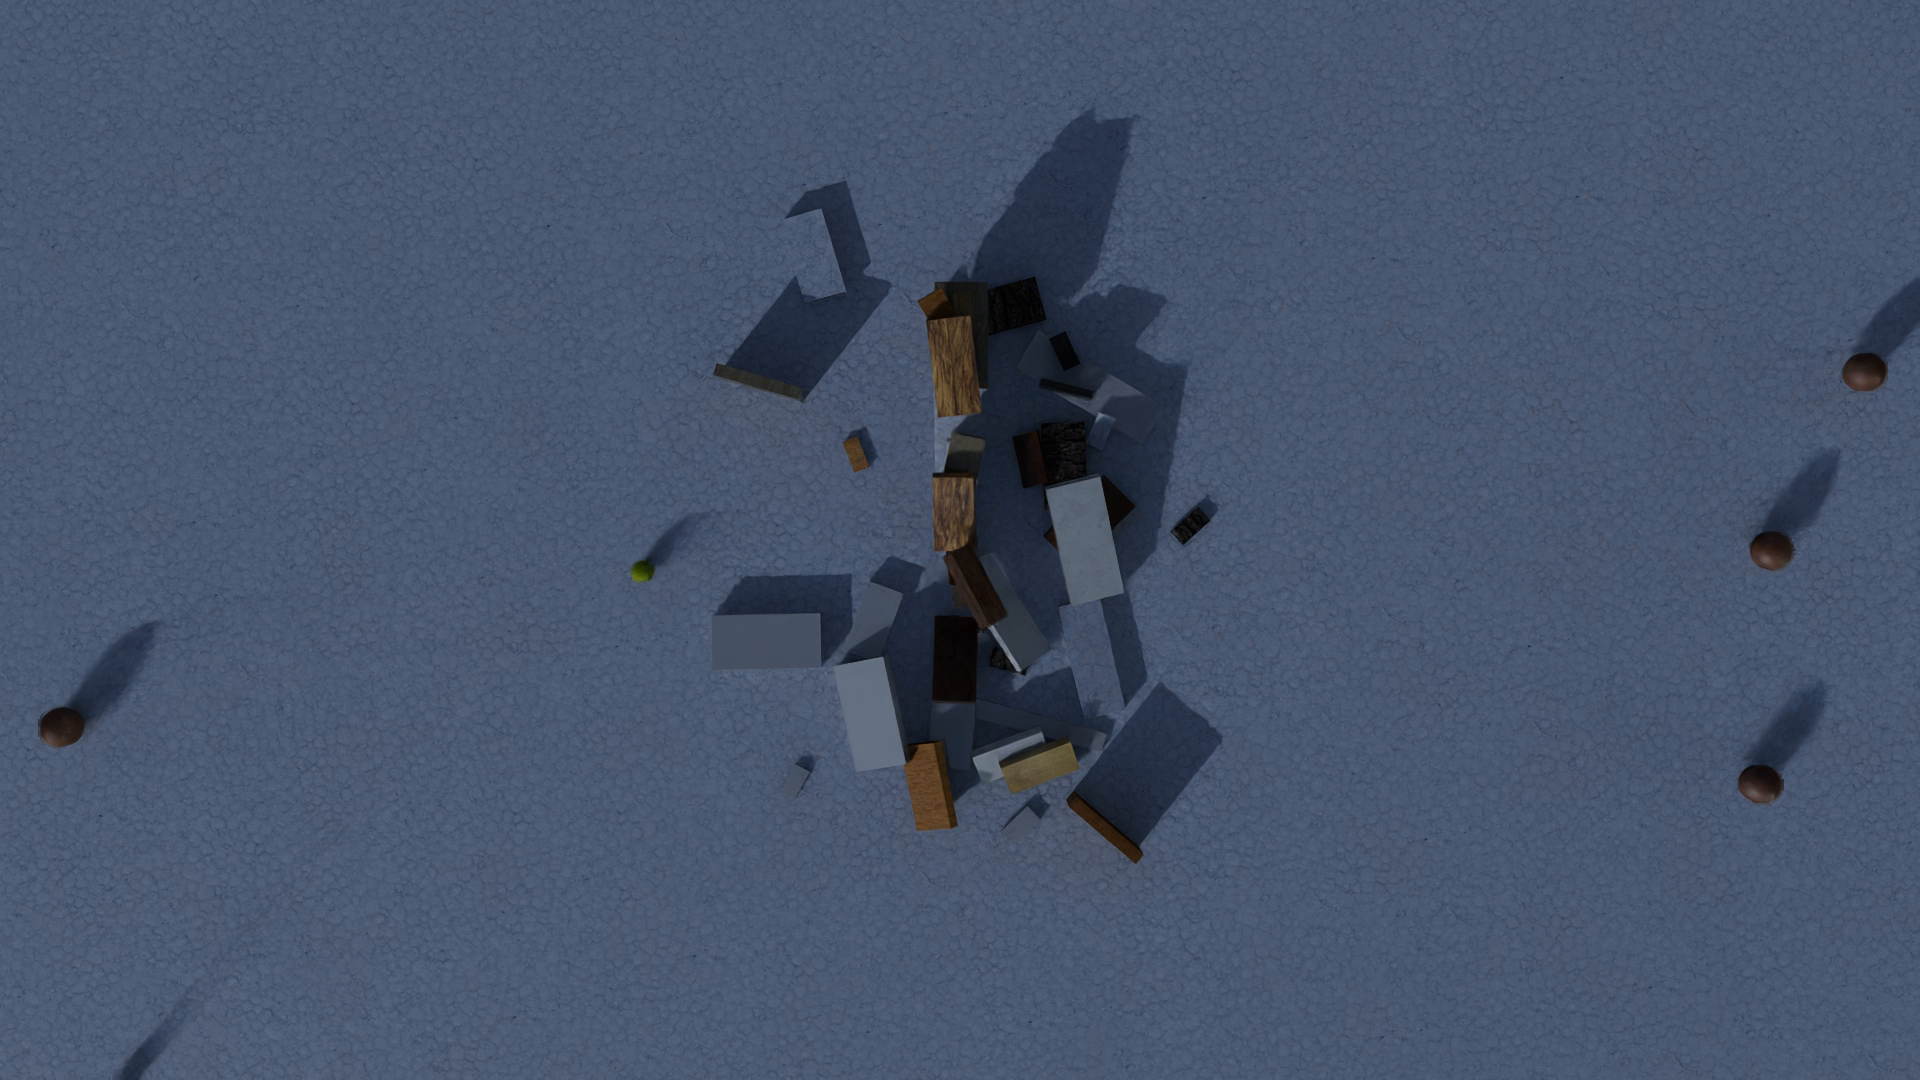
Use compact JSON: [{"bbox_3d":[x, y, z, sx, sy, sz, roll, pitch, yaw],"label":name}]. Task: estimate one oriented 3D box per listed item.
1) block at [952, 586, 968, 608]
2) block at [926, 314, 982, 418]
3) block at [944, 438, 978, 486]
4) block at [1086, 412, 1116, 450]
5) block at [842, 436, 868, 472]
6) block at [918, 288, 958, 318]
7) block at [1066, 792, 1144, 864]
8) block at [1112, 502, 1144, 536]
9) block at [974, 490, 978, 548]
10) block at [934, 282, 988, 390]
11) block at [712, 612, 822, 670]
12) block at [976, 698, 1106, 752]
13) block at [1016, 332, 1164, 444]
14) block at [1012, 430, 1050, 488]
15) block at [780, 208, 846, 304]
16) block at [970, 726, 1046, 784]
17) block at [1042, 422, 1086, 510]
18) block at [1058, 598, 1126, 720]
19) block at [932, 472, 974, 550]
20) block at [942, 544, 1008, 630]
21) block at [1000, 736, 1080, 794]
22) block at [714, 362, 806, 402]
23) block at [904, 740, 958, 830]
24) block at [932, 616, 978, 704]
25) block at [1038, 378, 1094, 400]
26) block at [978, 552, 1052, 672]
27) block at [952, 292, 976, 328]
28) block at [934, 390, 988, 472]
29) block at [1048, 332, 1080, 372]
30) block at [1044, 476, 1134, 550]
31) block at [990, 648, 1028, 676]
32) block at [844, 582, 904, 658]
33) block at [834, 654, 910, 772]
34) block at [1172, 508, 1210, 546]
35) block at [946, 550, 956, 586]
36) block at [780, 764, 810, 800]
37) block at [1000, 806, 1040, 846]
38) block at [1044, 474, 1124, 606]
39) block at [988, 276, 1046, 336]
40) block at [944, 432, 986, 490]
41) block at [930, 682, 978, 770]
[{"bbox_3d":[0.004,0.162,5.474,0.060,0.017,0.121,-4,90,0],"label":"block"},{"bbox_3d":[-0.019,-0.558,5.288,0.142,0.040,0.315,-6,106,2],"label":"block"},{"bbox_3d":[0.004,-0.222,5.438,0.112,0.032,0.223,4,114,-2],"label":"block"},{"bbox_3d":[0.466,-0.362,5.466,0.060,0.017,0.120,24,115,3],"label":"block"},{"bbox_3d":[-0.346,-0.284,5.492,0.054,0.015,0.107,-21,90,0],"label":"block"},{"bbox_3d":[-0.054,-0.710,5.282,0.088,0.025,0.176,-30,104,4],"label":"block"},{"bbox_3d":[0.475,0.944,5.428,0.286,0.143,0.041,41,90,0],"label":"block"},{"bbox_3d":[0.543,-0.070,5.492,0.120,0.017,0.060,-32,90,0],"label":"block"},{"bbox_3d":[-0.002,-0.086,5.451,0.112,0.032,0.223,-2,108,1],"label":"block"},{"bbox_3d":[0.005,-0.662,5.348,0.171,0.049,0.343,0,92,0],"label":"block"},{"bbox_3d":[-0.639,0.336,5.475,0.359,0.051,0.180,-1,90,0],"label":"block"},{"bbox_3d":[0.260,0.615,5.491,0.453,0.018,0.063,15,90,0],"label":"block"},{"bbox_3d":[0.430,-0.506,5.480,0.487,0.041,0.143,31,90,0],"label":"block"},{"bbox_3d":[0.236,-0.267,5.464,0.088,0.025,0.176,-14,85,24],"label":"block"},{"bbox_3d":[-0.486,-0.942,5.480,0.143,0.041,0.286,-17,90,0],"label":"block"},{"bbox_3d":[0.169,0.711,5.453,0.244,0.035,0.122,-20,122,0],"label":"block"},{"bbox_3d":[0.347,-0.247,5.480,0.142,0.040,0.284,-2,90,0],"label":"block"},{"bbox_3d":[0.436,0.392,5.480,0.143,0.041,0.384,-13,90,0],"label":"block"},{"bbox_3d":[-0.021,-0.091,5.385,0.134,0.038,0.268,1,119,2],"label":"block"},{"bbox_3d":[0.050,0.150,5.346,0.038,0.134,0.268,-29,88,31],"label":"block"},{"bbox_3d":[0.263,0.745,5.453,0.244,0.035,0.122,-21,122,0],"label":"block"},{"bbox_3d":[-0.658,-0.516,5.428,0.286,0.143,0.041,16,90,0],"label":"block"},{"bbox_3d":[-0.102,0.811,5.439,0.143,0.040,0.285,-11,91,37],"label":"block"},{"bbox_3d":[-0.016,0.394,5.441,0.143,0.040,0.285,2,74,0],"label":"block"},{"bbox_3d":[0.348,-0.496,5.415,0.176,0.088,0.025,14,91,0],"label":"block"},{"bbox_3d":[0.143,0.236,5.447,0.134,0.038,0.385,-34,92,-25],"label":"block"},{"bbox_3d":[0.012,-0.739,5.313,0.059,0.017,0.118,-8,92,0],"label":"block"},{"bbox_3d":[0.002,-0.400,5.438,0.171,0.049,0.343,-1,103,0],"label":"block"},{"bbox_3d":[0.346,-0.623,5.451,0.059,0.017,0.118,-25,90,0],"label":"block"},{"bbox_3d":[0.427,-0.063,5.450,0.142,0.040,0.284,43,96,-13],"label":"block"},{"bbox_3d":[0.166,0.404,5.491,0.127,0.018,0.063,15,90,0],"label":"block"},{"bbox_3d":[-0.286,0.271,5.483,0.122,0.035,0.244,20,90,0],"label":"block"},{"bbox_3d":[-0.290,0.573,5.447,0.180,0.051,0.359,-12,91,18],"label":"block"},{"bbox_3d":[0.768,-0.046,5.492,0.122,0.017,0.060,-42,90,0],"label":"block"},{"bbox_3d":[-0.011,0.089,5.452,0.060,0.017,0.121,-4,80,-15],"label":"block"},{"bbox_3d":[-0.549,0.805,5.492,0.054,0.015,0.107,29,90,0],"label":"block"},{"bbox_3d":[0.201,0.951,5.491,0.127,0.018,0.063,-44,90,0],"label":"block"},{"bbox_3d":[0.409,-0.001,5.416,0.180,0.051,0.402,-14,104,-2],"label":"block"},{"bbox_3d":[0.129,-0.765,5.480,0.286,0.041,0.143,-15,90,0],"label":"block"},{"bbox_3d":[0.006,-0.234,5.371,0.112,0.032,0.223,11,107,-3],"label":"block"},{"bbox_3d":[-0.024,0.611,5.470,0.143,0.040,0.285,5,90,8],"label":"block"}]
